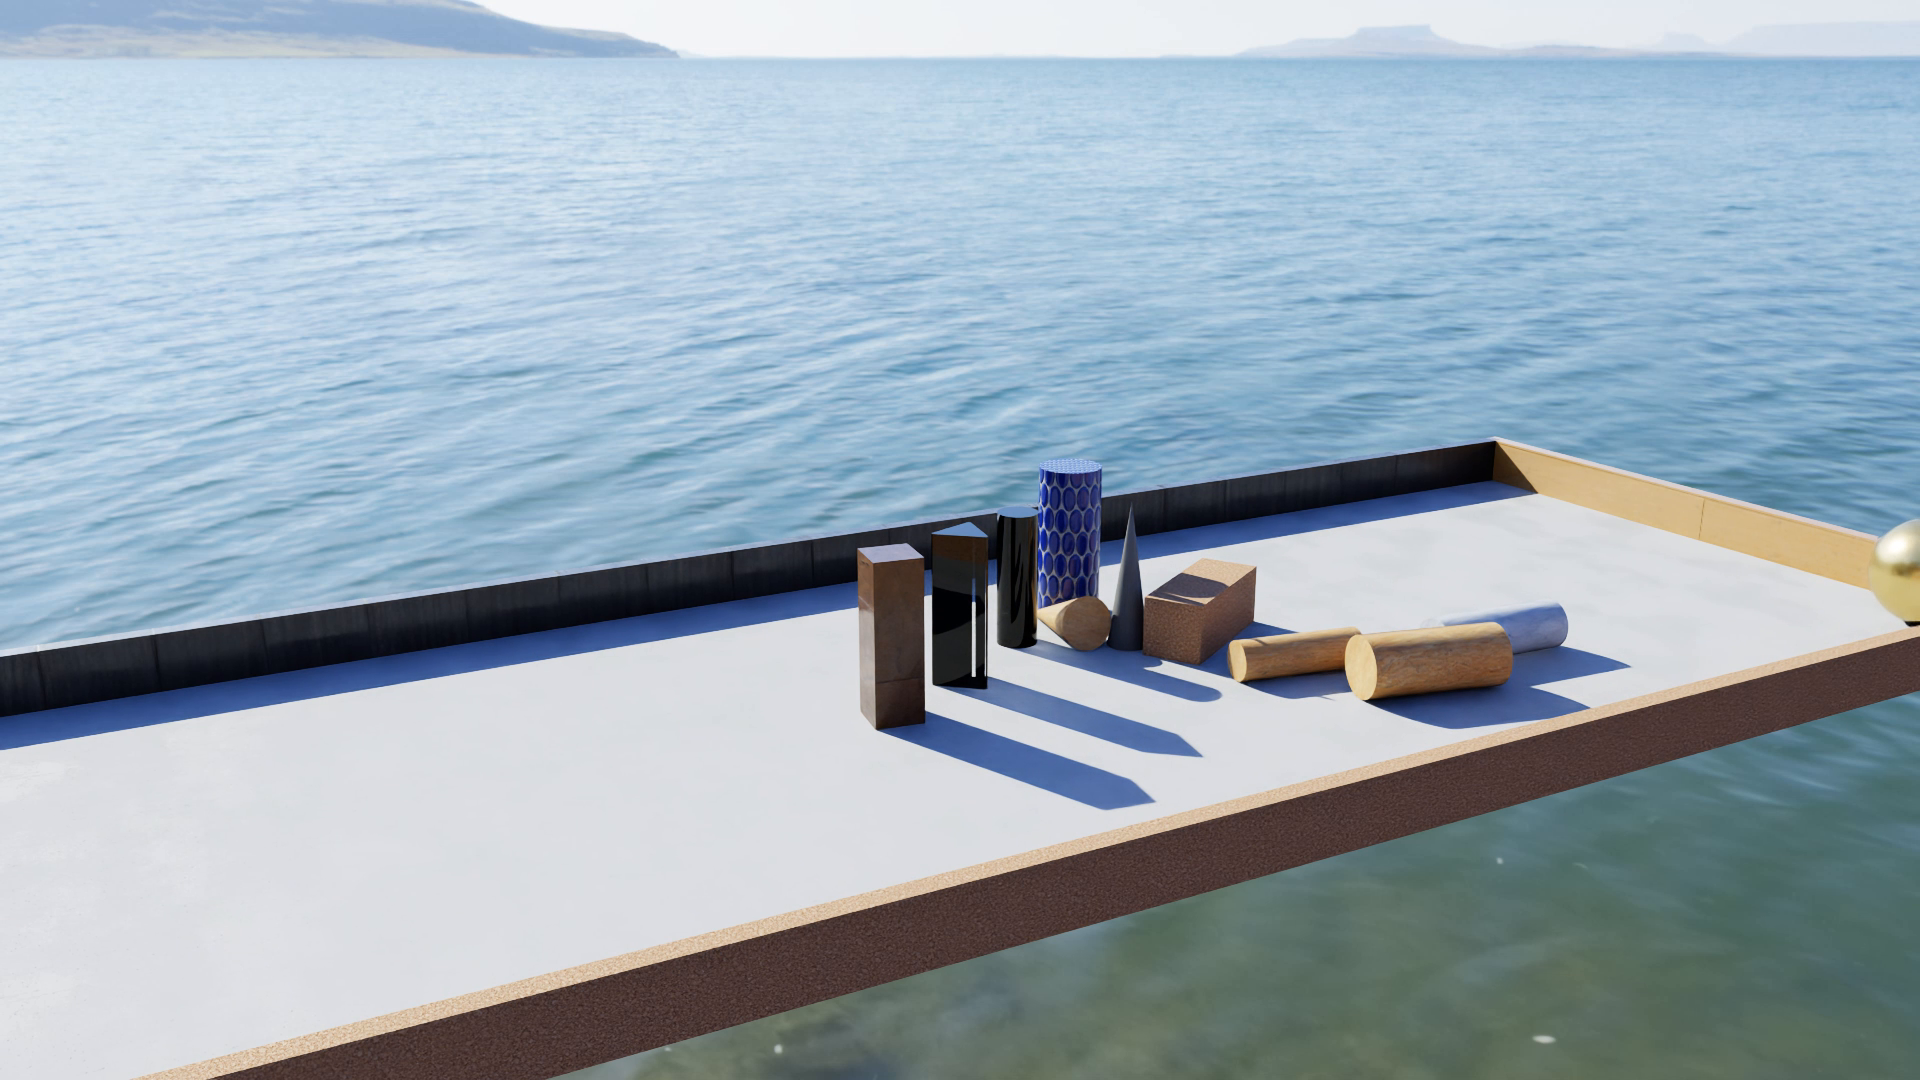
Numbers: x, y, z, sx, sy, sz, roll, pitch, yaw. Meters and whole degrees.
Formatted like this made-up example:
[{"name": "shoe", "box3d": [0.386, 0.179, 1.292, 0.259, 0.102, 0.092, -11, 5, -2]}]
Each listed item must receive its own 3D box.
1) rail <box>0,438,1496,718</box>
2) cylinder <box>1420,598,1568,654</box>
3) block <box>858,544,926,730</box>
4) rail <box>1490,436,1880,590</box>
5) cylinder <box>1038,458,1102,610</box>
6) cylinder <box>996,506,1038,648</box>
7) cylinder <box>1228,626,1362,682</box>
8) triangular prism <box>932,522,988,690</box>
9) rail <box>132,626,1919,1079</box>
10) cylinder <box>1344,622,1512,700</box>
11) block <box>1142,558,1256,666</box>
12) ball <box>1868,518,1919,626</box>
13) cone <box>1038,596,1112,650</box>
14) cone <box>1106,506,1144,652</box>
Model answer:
[{"name": "rail", "box3d": [-3.305, 0.497, 3.399, 12.000, 0.150, 0.050, -9, 18, -27]}, {"name": "cylinder", "box3d": [1.390, 0.242, 4.300, 0.385, 0.131, 0.131, -7, 18, -23]}, {"name": "block", "box3d": [-0.160, 0.226, 3.863, 0.122, 0.408, 0.122, -6, 17, -19]}, {"name": "rail", "box3d": [2.466, -0.048, 5.253, 0.050, 0.150, 2.100, -9, 18, -27]}, {"name": "cylinder", "box3d": [0.305, -0.002, 4.609, 0.174, 0.423, 0.174, 0, 16, 0]}, {"name": "cylinder", "box3d": [0.152, 0.099, 4.377, 0.109, 0.361, 0.109, 0, 16, 0]}, {"name": "cylinder", "box3d": [0.854, 0.289, 4.187, 0.337, 0.104, 0.104, -5, 17, -17]}, {"name": "triangular prism", "box3d": [0.011, 0.161, 4.109, 0.138, 0.394, 0.120, 3, 17, 12]}, {"name": "rail", "box3d": [-2.336, 1.006, 1.665, 12.000, 0.150, 0.050, -9, 18, -27]}, {"name": "cylinder", "box3d": [1.153, 0.297, 4.062, 0.369, 0.160, 0.160, -4, 17, -14]}, {"name": "block", "box3d": [0.648, 0.187, 4.436, 0.160, 0.160, 0.401, 9, 19, 29]}, {"name": "ball", "box3d": [2.664, 0.088, 4.524, 0.301, 0.301, 0.301, 0, 16, 0]}, {"name": "cone", "box3d": [0.267, 0.212, 4.509, 0.146, 0.146, 0.341, -7, 6, -23]}, {"name": "cone", "box3d": [0.448, 0.088, 4.352, 0.110, 0.397, 0.110, 0, 16, 0]}]
